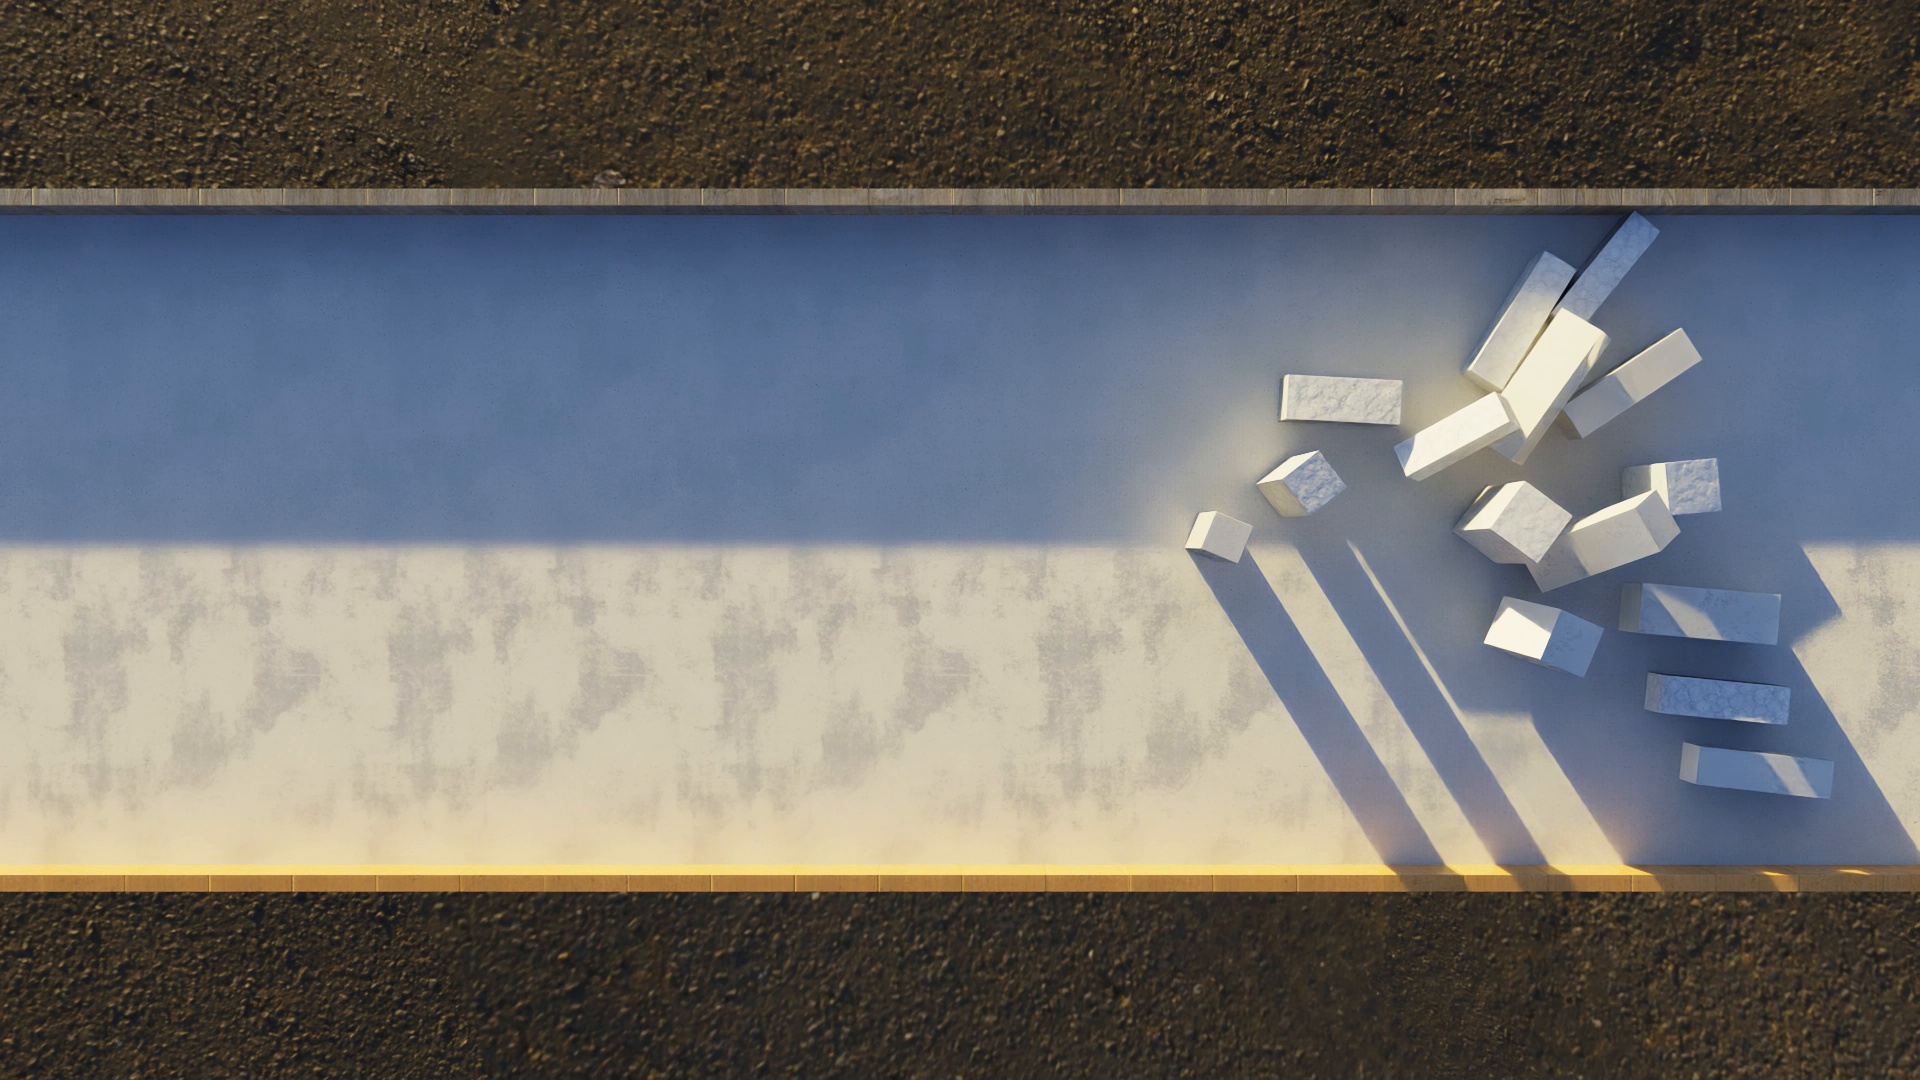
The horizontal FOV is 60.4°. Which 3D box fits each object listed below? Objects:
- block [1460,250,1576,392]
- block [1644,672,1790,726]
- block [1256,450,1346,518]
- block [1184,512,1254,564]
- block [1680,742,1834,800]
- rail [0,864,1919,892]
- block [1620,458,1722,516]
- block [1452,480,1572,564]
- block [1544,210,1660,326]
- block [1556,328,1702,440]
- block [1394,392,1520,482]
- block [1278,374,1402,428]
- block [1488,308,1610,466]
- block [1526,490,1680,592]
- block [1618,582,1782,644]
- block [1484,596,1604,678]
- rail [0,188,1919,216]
[{"bbox_3d":[1.697,-0.663,5.021,0.111,0.111,0.426,32,90,0],"label":"block"},{"bbox_3d":[2.303,0.482,5.019,0.384,0.114,0.114,6,90,0],"label":"block"},{"bbox_3d":[1.001,-0.161,4.867,0.131,0.418,0.131,-38,90,0],"label":"block"},{"bbox_3d":[0.767,-0.007,4.906,0.115,0.340,0.115,22,90,0],"label":"block"},{"bbox_3d":[2.422,0.701,5.019,0.407,0.114,0.114,6,90,0],"label":"block"},{"bbox_3d":[-2.247,1.025,5.001,12.000,0.150,0.050,0,90,0],"label":"rail"},{"bbox_3d":[2.116,-0.153,4.917,0.152,0.318,0.152,-5,90,0],"label":"block"},{"bbox_3d":[1.629,-0.048,4.884,0.168,0.382,0.168,37,90,1],"label":"block"},{"bbox_3d":[1.948,-0.809,5.026,0.101,0.101,0.400,39,90,0],"label":"block"},{"bbox_3d":[2.023,-0.472,5.020,0.432,0.113,0.113,-33,90,0],"label":"block"},{"bbox_3d":[1.485,-0.307,4.934,0.340,0.102,0.102,-31,65,30],"label":"block"},{"bbox_3d":[1.152,-0.421,5.011,0.342,0.132,0.132,3,90,0],"label":"block"},{"bbox_3d":[1.738,-0.455,4.931,0.139,0.139,0.449,39,106,28],"label":"block"},{"bbox_3d":[1.884,0.006,4.870,0.143,0.411,0.143,-30,90,-38],"label":"block"},{"bbox_3d":[2.239,0.221,5.001,0.415,0.150,0.150,5,90,0],"label":"block"},{"bbox_3d":[1.735,0.286,4.912,0.156,0.300,0.156,23,90,-15],"label":"block"},{"bbox_3d":[-2.247,-1.025,5.002,12.000,0.150,0.050,0,90,0],"label":"rail"}]
